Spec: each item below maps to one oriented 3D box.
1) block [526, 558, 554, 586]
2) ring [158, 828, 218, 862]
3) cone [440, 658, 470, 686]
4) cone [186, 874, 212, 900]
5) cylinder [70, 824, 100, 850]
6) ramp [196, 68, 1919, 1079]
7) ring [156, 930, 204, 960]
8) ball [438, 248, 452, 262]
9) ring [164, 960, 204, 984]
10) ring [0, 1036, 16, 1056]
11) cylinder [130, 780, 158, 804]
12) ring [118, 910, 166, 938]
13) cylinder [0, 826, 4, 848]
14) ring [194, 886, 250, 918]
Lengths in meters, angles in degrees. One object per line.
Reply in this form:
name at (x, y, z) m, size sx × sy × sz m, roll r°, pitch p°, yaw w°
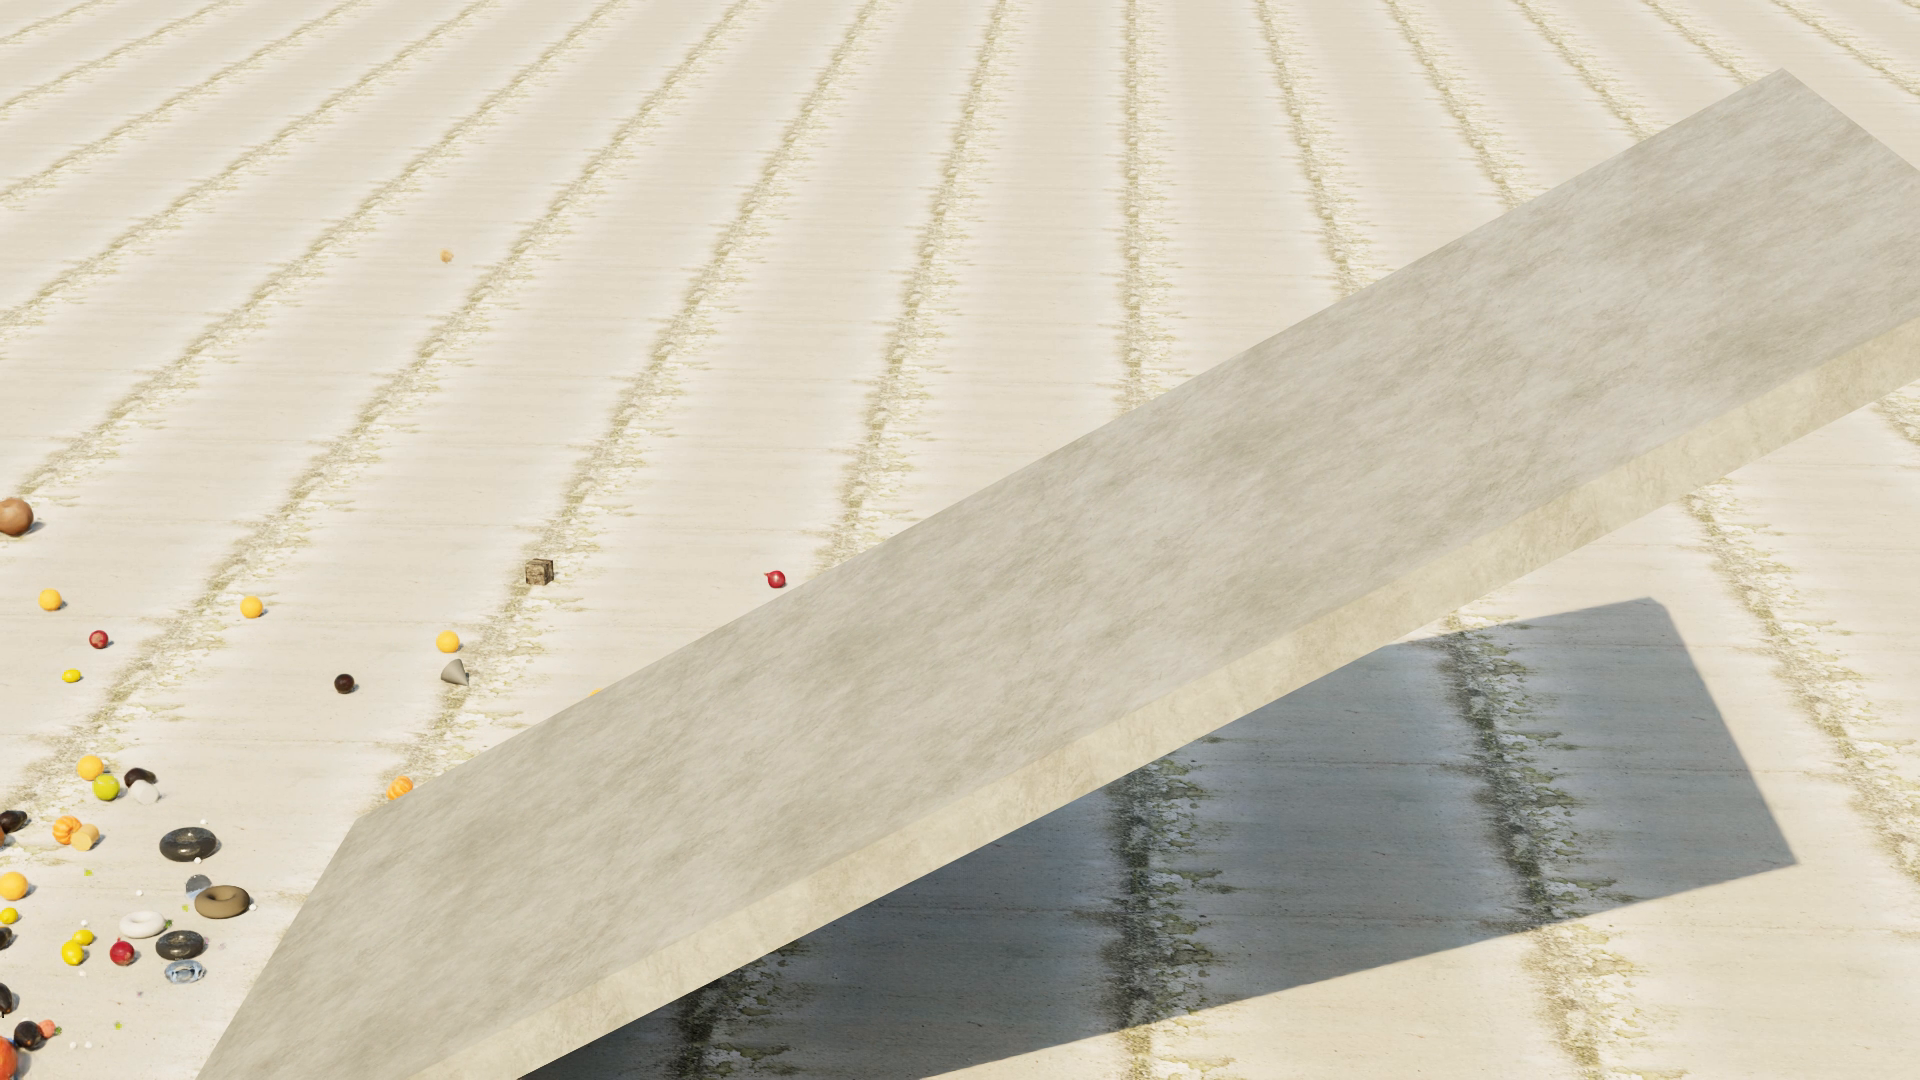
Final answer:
block at (-1.382, 0.105, 9.668) m, size 0.068 × 0.068 × 0.068 m, roll 6°, pitch 19°, yaw 18°
ring at (-2.001, 0.788, 7.623) m, size 0.147 × 0.049 × 0.147 m, roll 0°, pitch 19°, yaw 0°
cone at (-1.492, 0.413, 8.782) m, size 0.083 × 0.083 × 0.083 m, roll 39°, pitch 35°, yaw 21°
cone at (-1.901, 0.875, 7.389) m, size 0.068 × 0.068 × 0.068 m, roll 1°, pitch -8°, yaw 2°
cylinder at (-2.277, 0.774, 7.656) m, size 0.055 × 0.055 × 0.055 m, roll 4°, pitch 8°, yaw 11°
ramp at (0.142, 0.167, 6.283) m, size 4.000 × 0.100 × 2.000 m, roll -28°, pitch 15°, yaw 12°
ring at (-1.876, 0.974, 7.074) m, size 0.116 × 0.039 × 0.116 m, roll 1°, pitch 19°, yaw 0°
ball at (-2.472, -1.366, 14.142) m, size 0.067 × 0.067 × 0.067 m, roll 0°, pitch 18°, yaw 0°
ring at (-1.834, 1.020, 6.949) m, size 0.093 × 0.031 × 0.093 m, roll 0°, pitch 17°, yaw 0°
ring at (-2.163, 1.132, 6.580) m, size 0.097 × 0.032 × 0.097 m, roll 7°, pitch 3°, yaw 0°
cylinder at (-2.202, 0.681, 7.939) m, size 0.055 × 0.055 × 0.055 m, roll -16°, pitch 24°, yaw -40°
ring at (-1.998, 0.939, 7.185) m, size 0.111 × 0.037 × 0.111 m, roll -1°, pitch 17°, yaw 0°
cylinder at (-2.535, 0.774, 7.604) m, size 0.088 × 0.088 × 0.088 m, roll 9°, pitch 20°, yaw 25°
ring at (-1.831, 0.898, 7.298) m, size 0.135 × 0.045 × 0.135 m, roll 1°, pitch 18°, yaw 0°
